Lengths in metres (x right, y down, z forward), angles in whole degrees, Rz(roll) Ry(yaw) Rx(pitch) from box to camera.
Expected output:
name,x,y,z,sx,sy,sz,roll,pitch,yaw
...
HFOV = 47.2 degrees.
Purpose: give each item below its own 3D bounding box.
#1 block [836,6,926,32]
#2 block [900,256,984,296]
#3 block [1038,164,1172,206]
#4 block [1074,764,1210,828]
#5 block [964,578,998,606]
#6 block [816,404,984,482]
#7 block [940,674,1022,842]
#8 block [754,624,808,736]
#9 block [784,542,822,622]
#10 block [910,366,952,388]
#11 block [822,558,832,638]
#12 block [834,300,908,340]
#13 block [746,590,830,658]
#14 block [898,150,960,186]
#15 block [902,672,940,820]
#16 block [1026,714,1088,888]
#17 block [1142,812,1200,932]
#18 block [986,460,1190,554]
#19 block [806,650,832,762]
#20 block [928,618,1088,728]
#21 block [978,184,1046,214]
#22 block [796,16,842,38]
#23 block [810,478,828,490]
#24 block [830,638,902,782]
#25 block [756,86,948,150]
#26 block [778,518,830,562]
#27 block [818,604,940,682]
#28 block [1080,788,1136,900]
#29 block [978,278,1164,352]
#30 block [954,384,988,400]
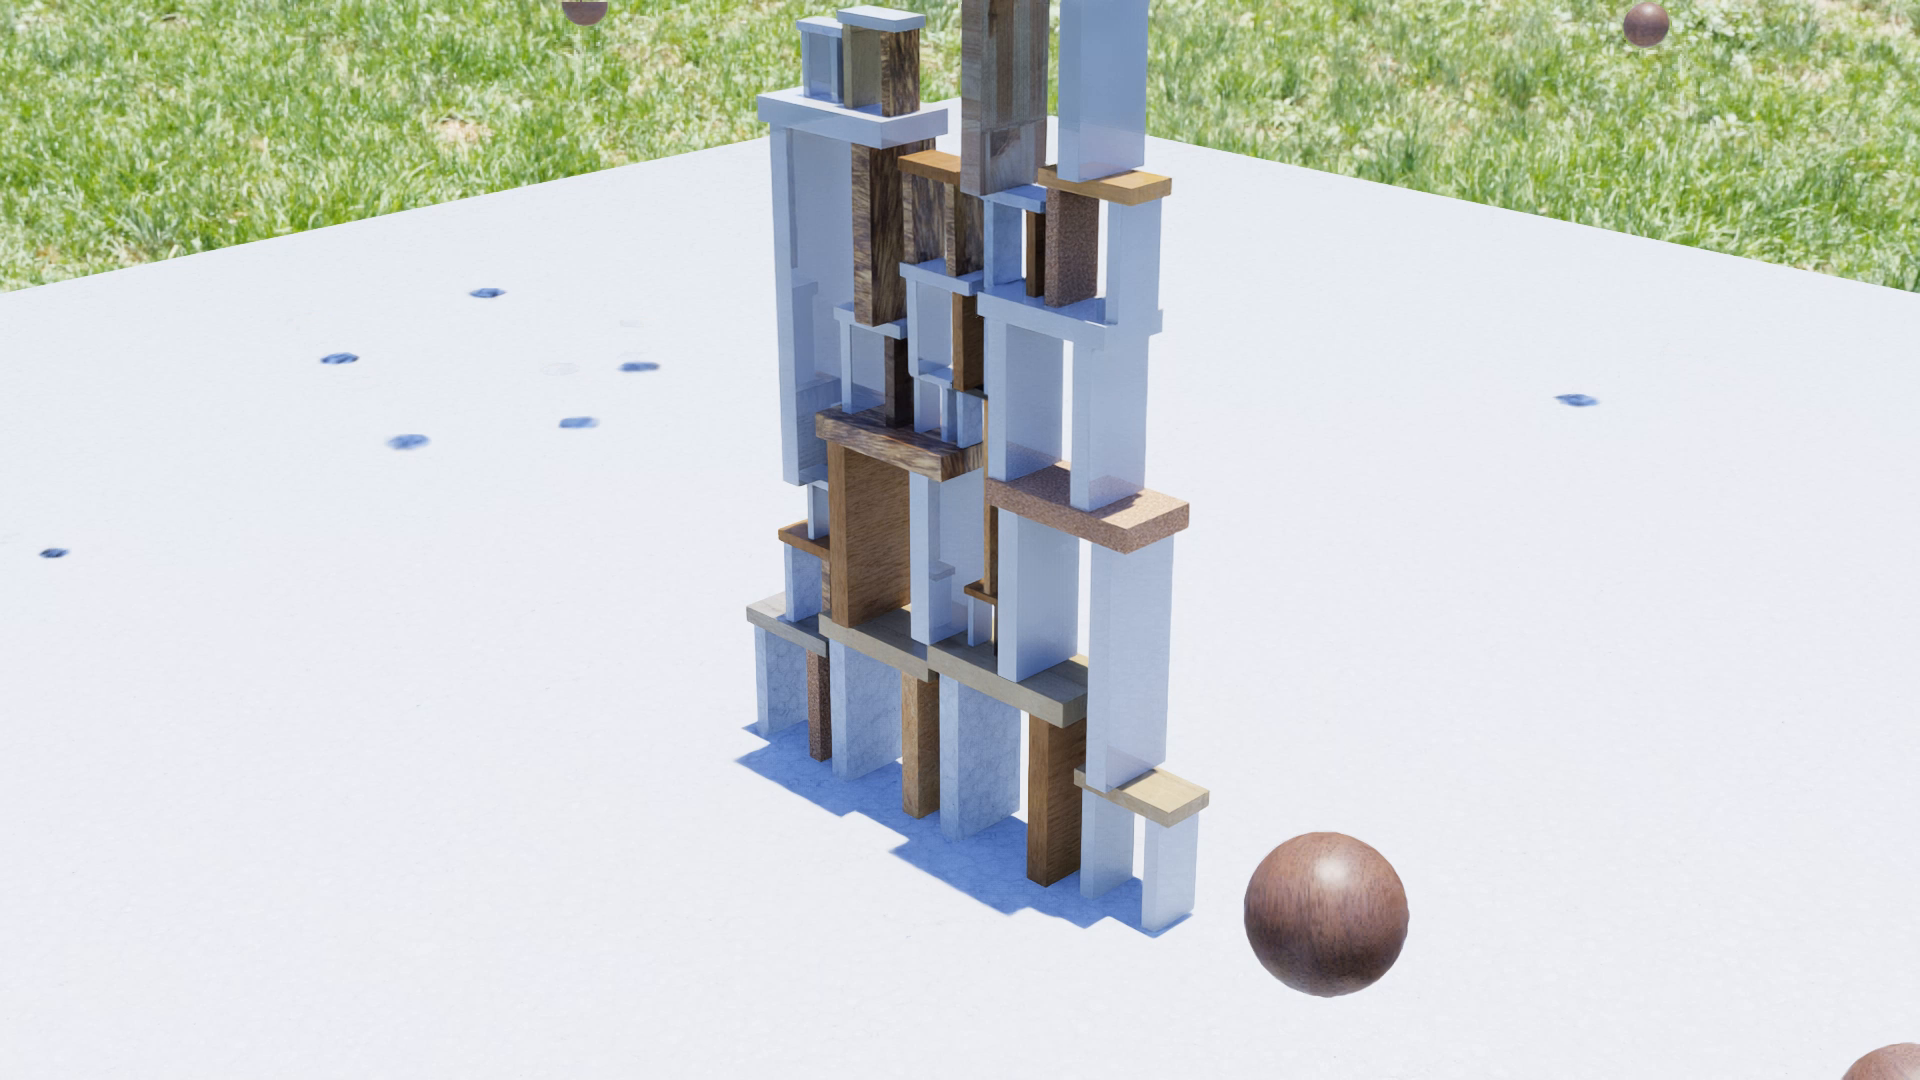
name,x,y,z,sx,sy,sz,roll,pitch,yaw
block,-0.143,-0.941,3.971,0.152,0.022,0.076,21,31,40
block,-0.014,-0.487,4.020,0.093,0.026,0.185,-21,31,-39
block,0.243,-0.604,3.701,0.208,0.029,0.104,21,31,41
block,0.334,0.456,4.057,0.115,0.033,0.230,-21,31,-41
block,0.064,0.102,4.192,0.105,0.015,0.053,21,31,41
block,-0.098,-0.202,4.243,0.348,0.049,0.174,21,31,40
block,0.041,0.403,4.355,0.050,0.355,0.178,21,31,41
block,-0.382,0.284,4.766,0.036,0.254,0.127,21,31,41
block,-0.326,0.077,4.614,0.025,0.176,0.088,21,31,41
block,-0.037,-0.310,4.133,0.055,0.016,0.110,-21,31,-40
block,-0.243,0.109,4.537,0.025,0.175,0.088,21,31,41
block,-0.146,-0.425,4.202,0.184,0.026,0.092,21,31,40
block,-0.322,0.174,4.654,0.254,0.036,0.127,21,31,41
block,-0.026,-0.670,3.958,0.084,0.024,0.168,-20,30,-38
block,-0.044,0.389,4.437,0.045,0.319,0.159,21,31,41
block,0.209,0.469,4.201,0.050,0.355,0.178,21,31,41
block,0.388,0.598,4.058,0.033,0.230,0.115,21,31,41
block,0.226,-0.067,3.949,0.170,0.048,0.339,-21,31,-40
block,-0.262,0.331,4.656,0.036,0.254,0.127,21,31,41
block,0.125,0.249,4.199,0.178,0.050,0.355,-21,31,-41
block,0.112,-0.603,3.852,0.076,0.022,0.152,-21,31,-40
block,-0.241,-0.952,4.080,0.122,0.017,0.061,21,31,40
block,-0.255,-0.120,4.453,0.122,0.017,0.061,21,31,41
block,-0.194,0.330,4.575,0.045,0.319,0.159,21,31,41
block,-0.202,-0.794,4.103,0.341,0.048,0.171,21,31,40
block,-0.284,0.001,4.536,0.088,0.025,0.175,-21,31,-41
block,-0.119,0.192,4.435,0.319,0.045,0.159,21,31,41
block,0.280,0.555,4.158,0.033,0.230,0.115,21,31,41
block,0.190,-0.400,3.846,0.151,0.043,0.301,-22,31,-40
block,0.043,-0.281,4.064,0.055,0.016,0.110,-20,30,-39
